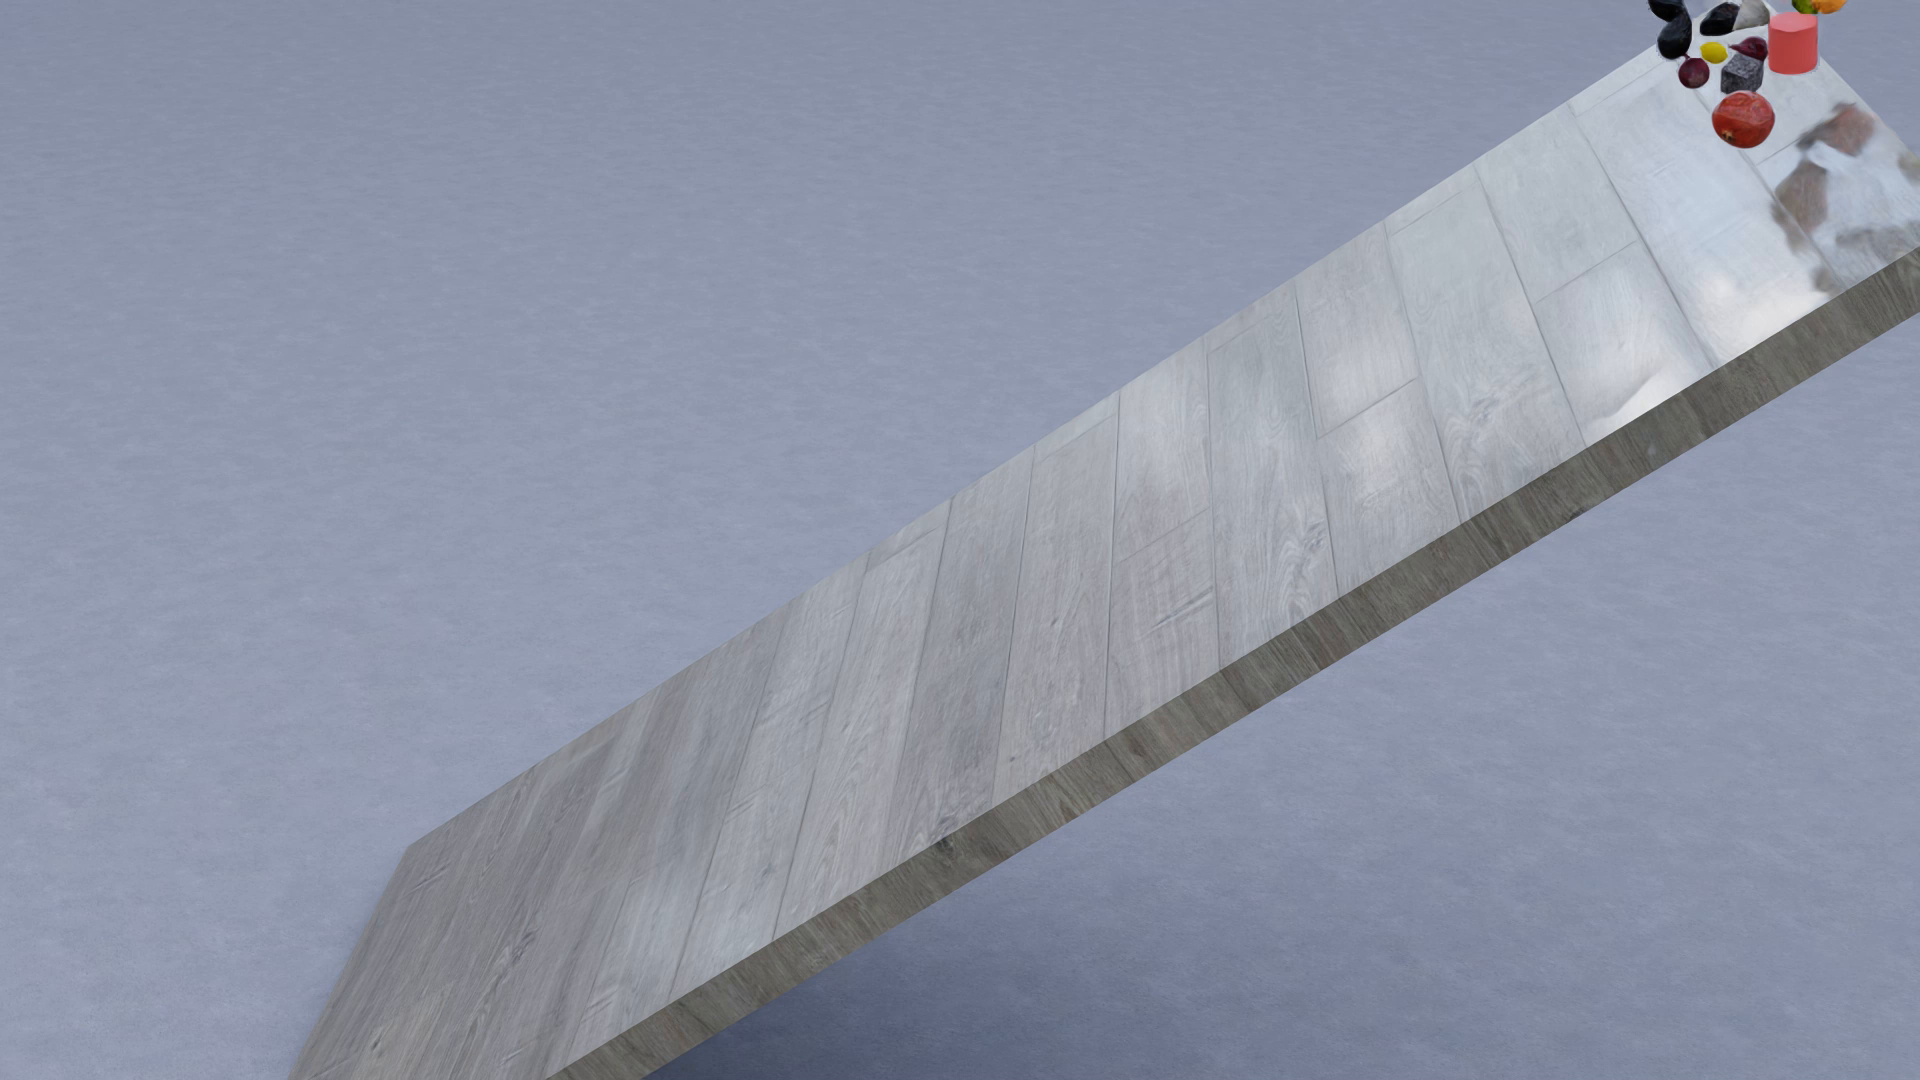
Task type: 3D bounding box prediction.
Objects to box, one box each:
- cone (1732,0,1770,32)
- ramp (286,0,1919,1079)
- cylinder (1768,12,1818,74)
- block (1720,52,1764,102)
[{"bbox_3d":[1.480,-0.980,5.552,0.069,0.069,0.069,-40,35,-14],"label":"cone"},{"bbox_3d":[0.135,0.174,6.307,4.000,0.100,2.000,-33,16,15],"label":"ramp"},{"bbox_3d":[1.641,-0.979,5.795,0.093,0.093,0.093,-7,33,5],"label":"cylinder"},{"bbox_3d":[1.527,-0.904,5.745,0.058,0.058,0.058,30,61,33],"label":"block"}]
